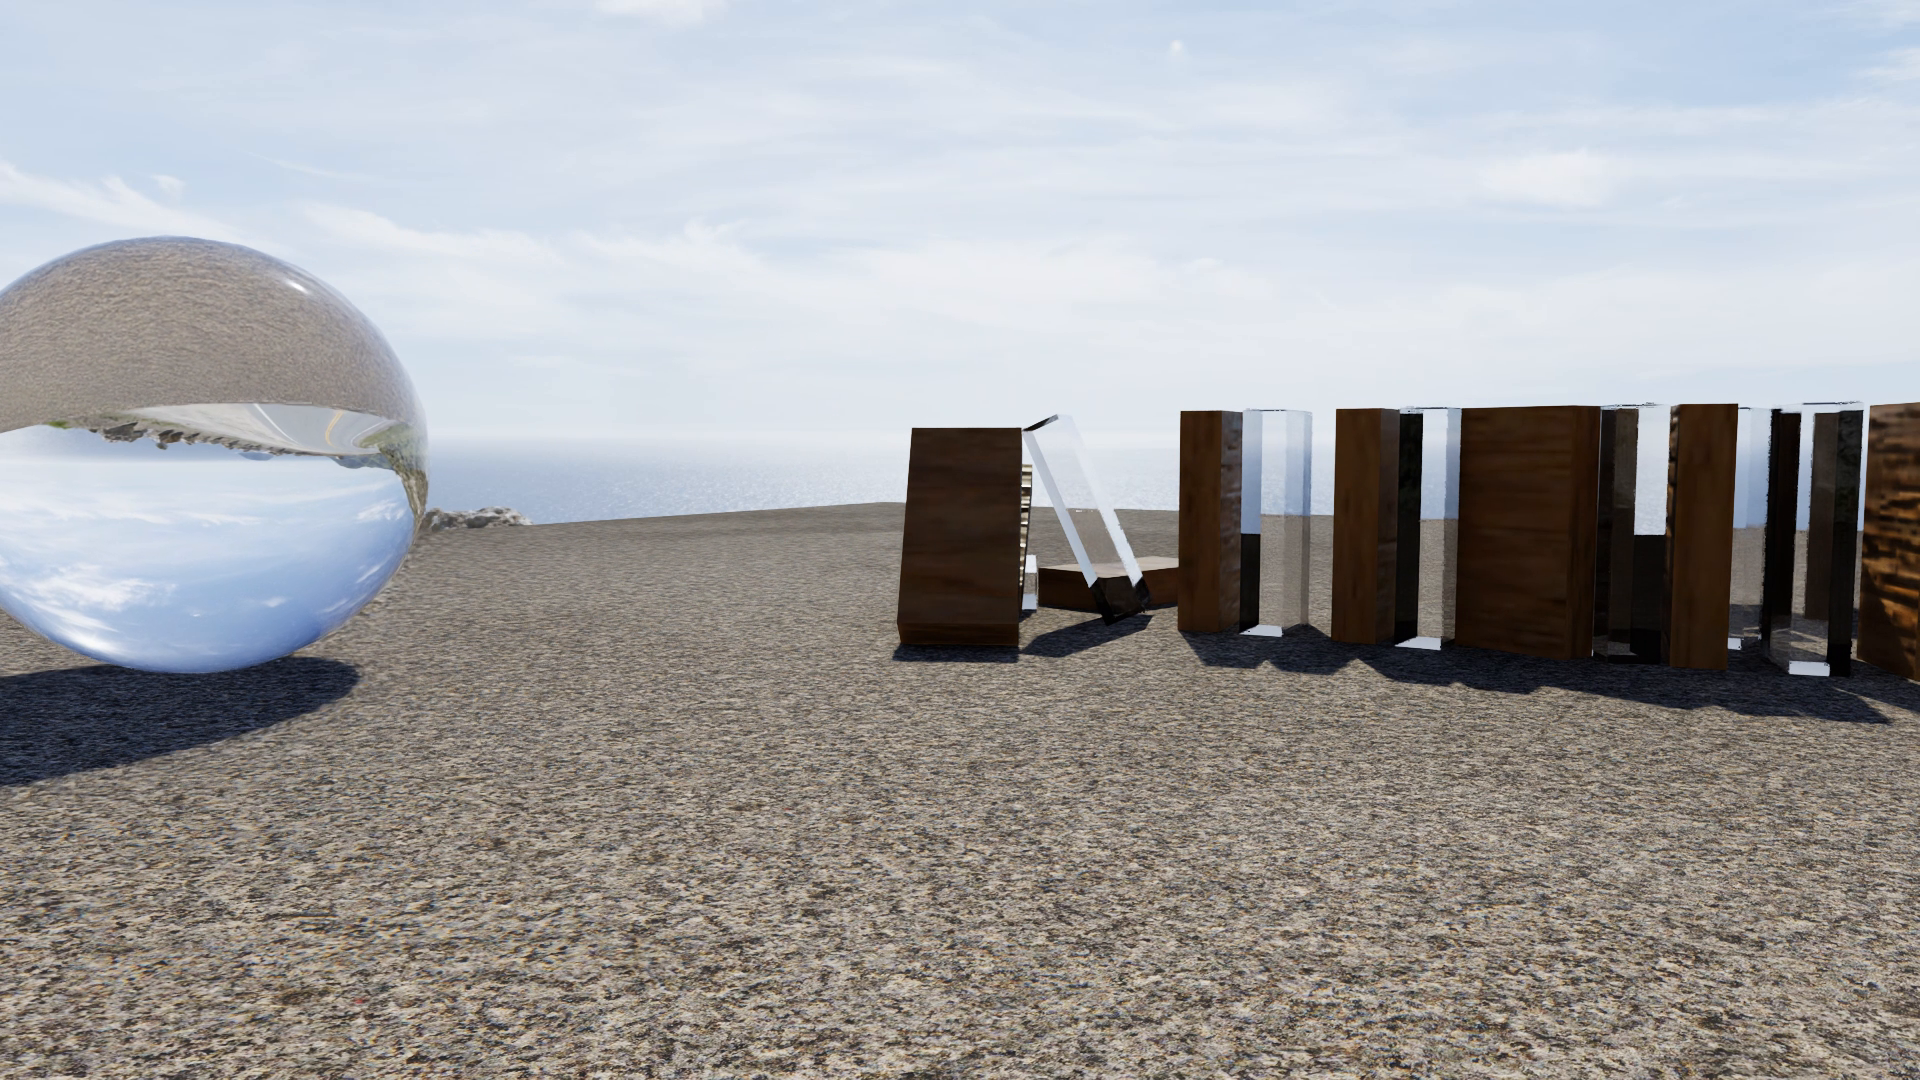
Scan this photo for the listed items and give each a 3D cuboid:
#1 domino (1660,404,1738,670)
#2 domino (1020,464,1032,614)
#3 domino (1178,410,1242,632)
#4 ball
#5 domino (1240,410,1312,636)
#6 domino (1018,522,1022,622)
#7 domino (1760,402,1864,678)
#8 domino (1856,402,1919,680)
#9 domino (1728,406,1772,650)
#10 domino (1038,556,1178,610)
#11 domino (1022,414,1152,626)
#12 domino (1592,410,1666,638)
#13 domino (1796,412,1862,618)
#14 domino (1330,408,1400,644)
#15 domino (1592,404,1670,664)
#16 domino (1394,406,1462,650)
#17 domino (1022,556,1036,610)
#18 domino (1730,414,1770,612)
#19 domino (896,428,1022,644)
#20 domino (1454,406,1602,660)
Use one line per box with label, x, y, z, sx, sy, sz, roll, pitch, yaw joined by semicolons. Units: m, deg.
domino;0.145;-0.001;0.253;0.009;0.050;0.025;2;5;24
domino;0.005;-0.002;0.335;0.025;0.010;0.050;2;40;5
domino;0.059;-0.005;0.302;0.009;0.050;0.025;2;5;25
ball;-0.141;-0.015;0.237;0.080;0.080;0.080;0;4;0
domino;0.073;-0.005;0.295;0.010;0.050;0.025;2;5;28
domino;0.002;-0.003;0.305;0.025;0.050;0.010;0;-31;4
domino;0.163;-0.001;0.246;0.010;0.050;0.025;2;5;21
domino;0.180;0.000;0.240;0.010;0.050;0.025;1;4;15
domino;0.167;-0.003;0.276;0.009;0.050;0.025;4;6;43
domino;0.048;0.011;0.352;0.050;0.010;0.025;-4;6;-43
domino;0.031;-0.005;0.311;0.010;0.050;0.025;-24;-2;14
domino;0.153;-0.004;0.290;0.025;0.050;0.009;-3;5;-36
domino;0.221;-0.007;0.325;0.010;0.050;0.025;4;6;40
domino;0.091;-0.004;0.284;0.009;0.050;0.025;3;5;33
domino;0.132;-0.002;0.259;0.010;0.050;0.025;1;4;9
domino;0.103;-0.003;0.276;0.010;0.050;0.025;3;5;36
domino;0.009;0.011;0.356;0.025;0.009;0.050;0;4;3
domino;0.205;-0.008;0.336;0.009;0.050;0.025;2;5;28
domino;0.001;-0.002;0.282;0.025;0.050;0.010;0;-31;4
domino;0.116;-0.002;0.264;0.009;0.050;0.025;-3;5;-32
